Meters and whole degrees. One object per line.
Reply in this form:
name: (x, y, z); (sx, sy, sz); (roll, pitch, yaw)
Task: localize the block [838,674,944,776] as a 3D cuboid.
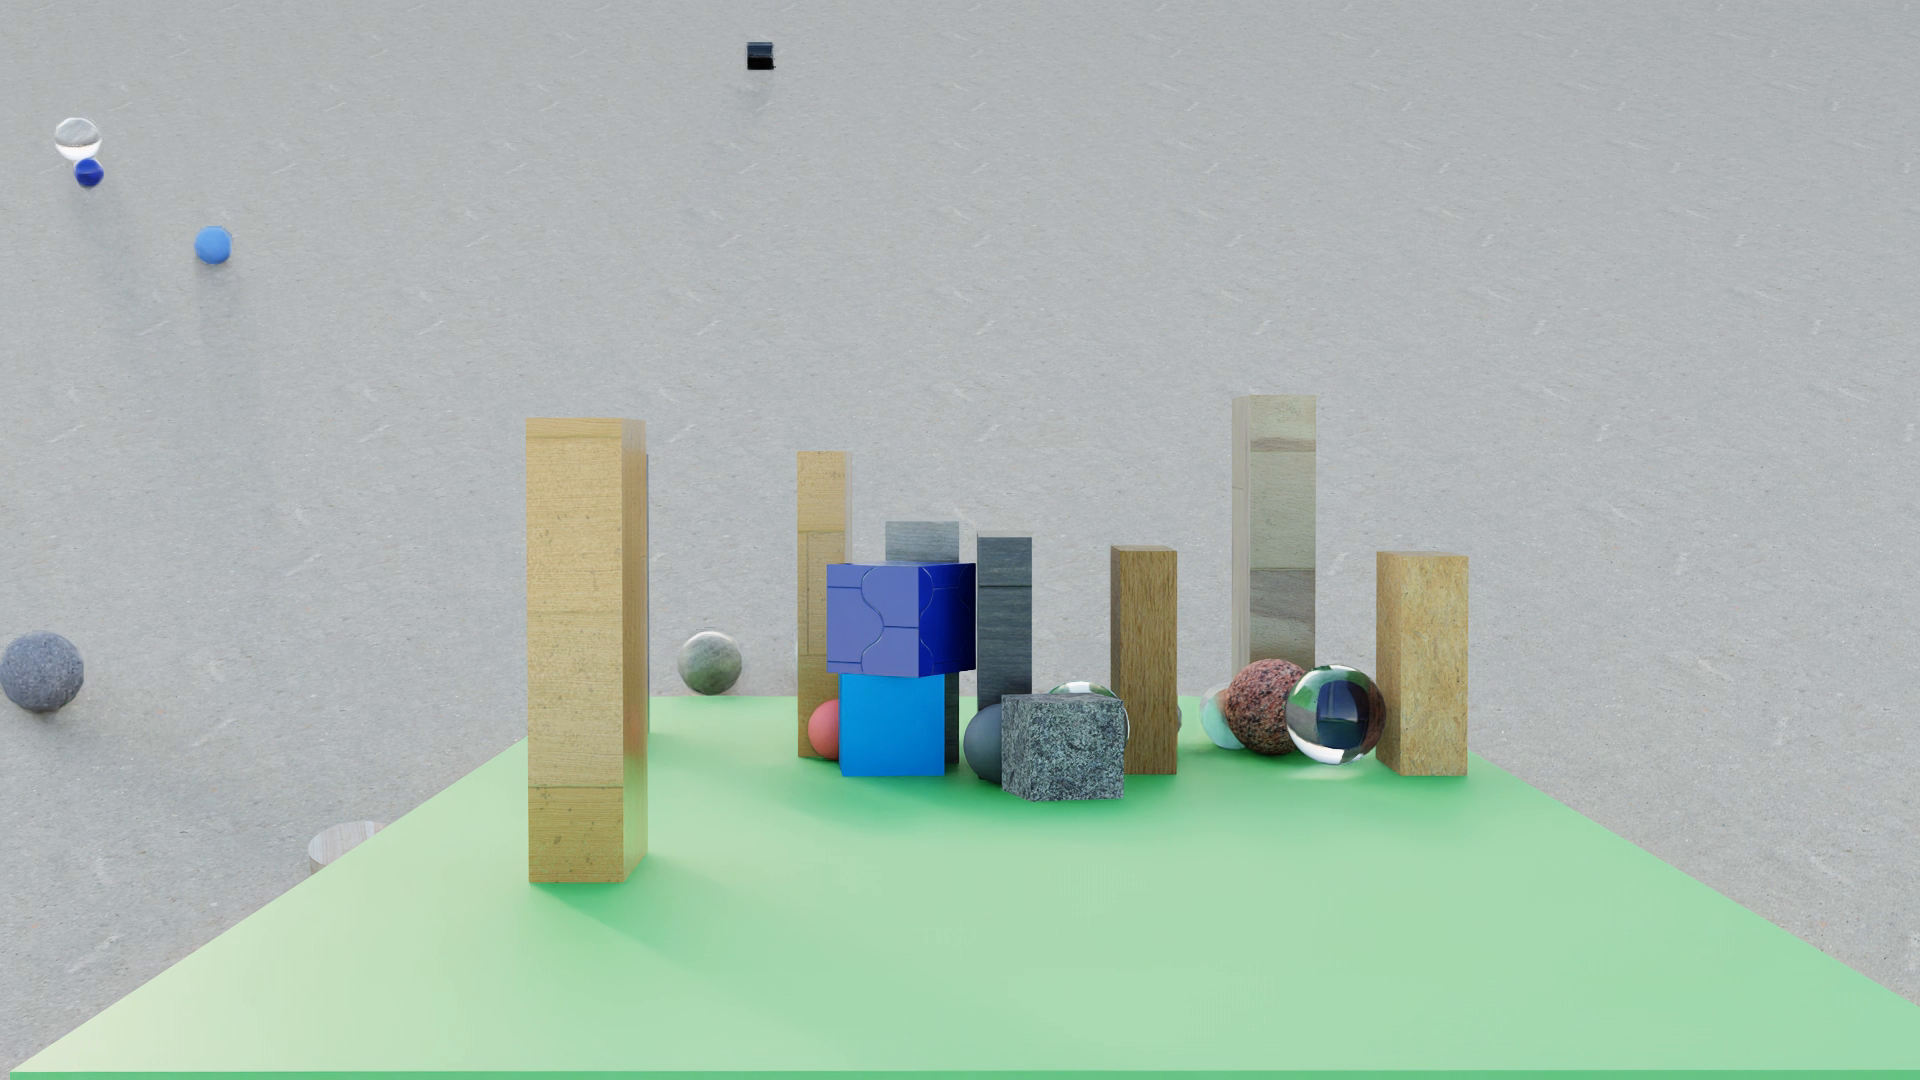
block: (-0.135, 0.349, 5.012); (0.195, 0.195, 0.195); (0, 2, -5)

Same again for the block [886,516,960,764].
block: (-0.075, 0.196, 5.329); (0.146, 0.480, 0.434); (0, 2, 0)

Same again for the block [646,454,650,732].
block: (-0.728, 0.121, 5.580); (0.081, 0.615, 0.243); (0, 2, 0)

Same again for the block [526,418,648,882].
block: (-0.549, 0.153, 3.819); (0.136, 0.664, 0.292); (0, 2, 0)

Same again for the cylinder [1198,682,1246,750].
cylinder: (0.570, 0.369, 5.421); (0.129, 0.129, 0.129); (1, 2, 1)

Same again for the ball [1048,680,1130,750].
ball: (0.228, 0.358, 4.887); (0.185, 0.185, 0.185); (0, 25, 0)

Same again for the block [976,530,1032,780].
block: (0.085, 0.216, 5.071); (0.101, 0.457, 0.421); (0, 2, 0)

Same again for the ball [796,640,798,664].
ball: (-0.331, 0.292, 6.756); (0.204, 0.204, 0.204); (0, 25, 0)

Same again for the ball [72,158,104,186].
ball: (-3.668, -1.549, 10.848); (0.125, 0.125, 0.125); (0, 25, 0)

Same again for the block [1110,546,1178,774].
block: (0.361, 0.230, 5.091); (0.108, 0.428, 0.318); (0, 2, 0)

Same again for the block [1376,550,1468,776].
block: (0.904, 0.236, 5.056); (0.128, 0.418, 0.290); (0, 2, 0)

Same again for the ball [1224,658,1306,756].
ball: (0.639, 0.340, 5.256); (0.197, 0.197, 0.197); (0, 25, 0)

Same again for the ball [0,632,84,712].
ball: (-2.368, 0.340, 6.648); (0.207, 0.207, 0.207); (0, 25, 0)

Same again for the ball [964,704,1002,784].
ball: (0.081, 0.379, 4.790); (0.151, 0.151, 0.151); (0, 25, 0)

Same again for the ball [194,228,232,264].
ball: (-2.875, -1.132, 9.922); (0.141, 0.141, 0.141); (0, 25, 0)

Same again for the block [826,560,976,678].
block: (-0.112, 0.149, 4.967); (0.208, 0.208, 0.208); (1, 2, 32)

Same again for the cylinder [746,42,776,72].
cylinder: (-0.977, -2.369, 12.621); (0.125, 0.125, 0.125); (12, 25, 1)

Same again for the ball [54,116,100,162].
ball: (-3.827, -1.738, 11.177); (0.191, 0.191, 0.191); (0, 25, 0)

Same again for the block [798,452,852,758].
block: (-0.281, 0.124, 5.410); (0.096, 0.620, 0.385); (0, 2, 0)

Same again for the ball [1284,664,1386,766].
ball: (0.740, 0.344, 5.086); (0.200, 0.200, 0.200); (0, 25, 0)

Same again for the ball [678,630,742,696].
ball: (-0.653, 0.322, 6.735); (0.168, 0.168, 0.168); (0, 25, 0)

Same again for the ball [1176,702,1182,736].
ball: (0.408, 0.375, 5.411); (0.118, 0.118, 0.118); (0, 25, 0)

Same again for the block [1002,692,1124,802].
block: (0.184, 0.371, 4.650); (0.174, 0.174, 0.174); (-1, 2, -16)

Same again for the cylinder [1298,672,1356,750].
cylinder: (0.755, 0.359, 5.410); (0.149, 0.149, 0.149); (0, 2, 0)

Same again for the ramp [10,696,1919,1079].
ramp: (0.056, 0.512, 4.553); (2.000, 0.100, 4.000); (0, 2, 0)

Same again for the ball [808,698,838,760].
ball: (-0.243, 0.381, 5.164); (0.124, 0.124, 0.124); (0, 25, 0)

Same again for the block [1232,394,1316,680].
block: (0.685, 0.056, 5.655); (0.140, 0.739, 0.361); (0, 2, 0)

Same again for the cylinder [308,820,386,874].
cylinder: (-1.342, 0.762, 5.743); (0.197, 0.197, 0.197); (0, 25, 0)
